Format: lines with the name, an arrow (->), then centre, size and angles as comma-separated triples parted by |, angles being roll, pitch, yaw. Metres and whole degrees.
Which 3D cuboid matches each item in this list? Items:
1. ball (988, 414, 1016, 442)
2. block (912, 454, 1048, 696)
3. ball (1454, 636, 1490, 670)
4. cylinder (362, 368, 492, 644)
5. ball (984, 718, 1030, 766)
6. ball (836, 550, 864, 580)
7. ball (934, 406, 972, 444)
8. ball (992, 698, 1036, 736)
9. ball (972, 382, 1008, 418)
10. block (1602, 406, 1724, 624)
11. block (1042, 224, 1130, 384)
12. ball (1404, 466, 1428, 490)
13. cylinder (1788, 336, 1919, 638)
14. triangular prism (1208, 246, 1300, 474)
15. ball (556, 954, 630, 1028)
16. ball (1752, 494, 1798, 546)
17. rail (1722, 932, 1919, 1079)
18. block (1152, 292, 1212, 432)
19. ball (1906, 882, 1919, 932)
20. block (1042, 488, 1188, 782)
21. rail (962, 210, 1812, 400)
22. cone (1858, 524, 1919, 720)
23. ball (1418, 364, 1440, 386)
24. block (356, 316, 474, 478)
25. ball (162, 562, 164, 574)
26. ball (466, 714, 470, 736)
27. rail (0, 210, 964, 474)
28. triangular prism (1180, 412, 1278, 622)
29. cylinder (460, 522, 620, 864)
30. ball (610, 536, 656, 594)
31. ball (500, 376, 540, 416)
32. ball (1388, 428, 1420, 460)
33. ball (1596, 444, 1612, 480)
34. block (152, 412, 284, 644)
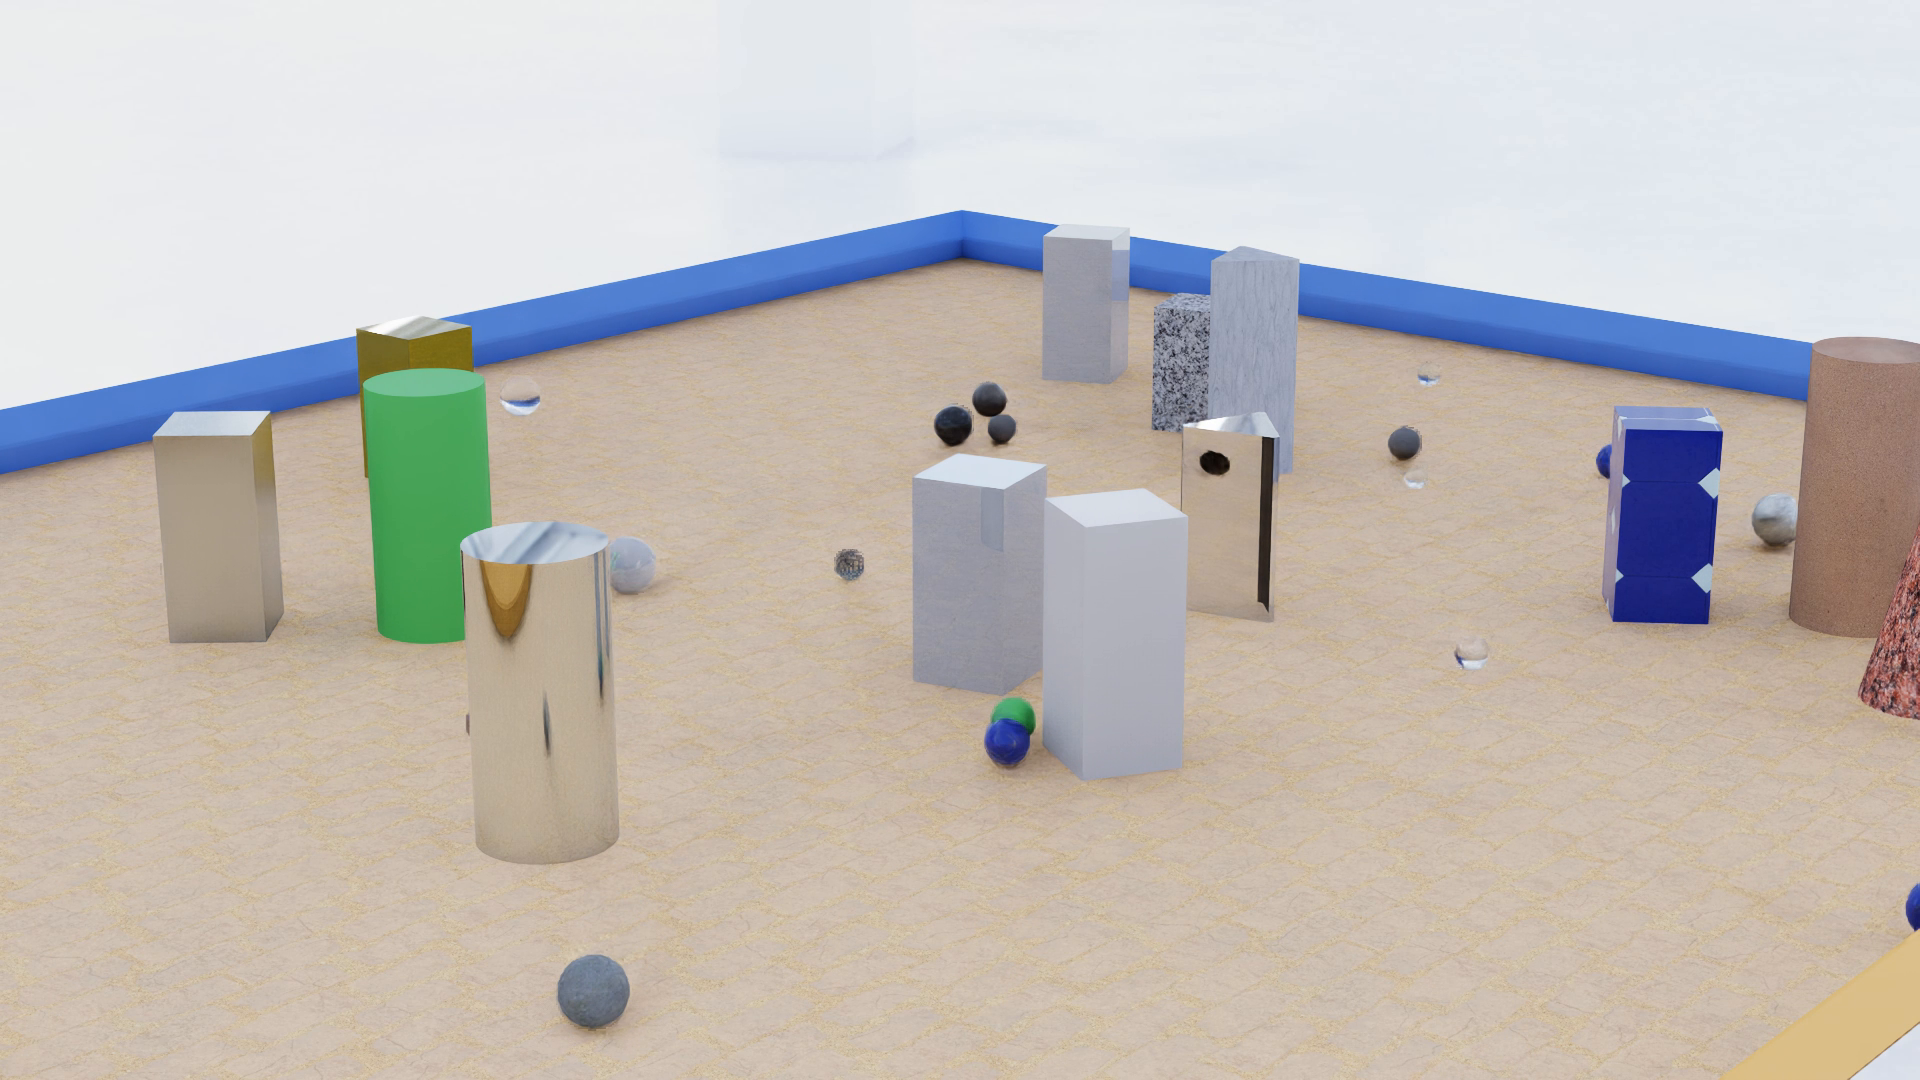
ball -> 0.088, -0.234, 6.128 | 0.060, 0.060, 0.060 | 0, 17, 0
block -> 0.032, 0.053, 4.689 | 0.160, 0.340, 0.160 | 8, 19, 25
ball -> 0.830, 0.183, 4.749 | 0.057, 0.057, 0.057 | 0, 17, 0
cylinder -> -0.887, -0.059, 4.917 | 0.200, 0.423, 0.200 | 0, 17, 0
ball -> 0.069, 0.299, 4.343 | 0.069, 0.069, 0.069 | 0, 17, 0
ball -> -0.196, 0.045, 5.215 | 0.053, 0.053, 0.053 | 0, 17, 0
ball -> -0.014, -0.241, 6.115 | 0.081, 0.081, 0.081 | 0, 17, 0
ball -> 0.082, 0.274, 4.431 | 0.067, 0.067, 0.067 | 0, 17, 0
ball -> 0.064, -0.302, 6.327 | 0.075, 0.075, 0.075 | 0, 17, 0
block -> 1.198, -0.044, 5.013 | 0.160, 0.339, 0.160 | 1, 17, 5
block -> 0.287, -0.538, 6.671 | 0.160, 0.330, 0.160 | 5, 18, 17
ball -> 0.900, -0.124, 5.786 | 0.046, 0.046, 0.046 | 0, 17, 0
cylinder -> 1.518, -0.090, 4.938 | 0.200, 0.472, 0.200 | 0, 17, 0
triangular prism -> 0.576, -0.363, 5.905 | 0.173, 0.436, 0.150 | -2, 17, -5
ball -> -0.439, 0.540, 3.511 | 0.087, 0.087, 0.087 | 0, 17, 0
ball -> 1.512, -0.038, 5.414 | 0.096, 0.096, 0.096 | 0, 17, 0
rail -> 1.474, 0.402, 3.894 | 0.045, 0.130, 4.565 | 14, 22, 39
block -> 0.513, -0.374, 6.236 | 0.160, 0.266, 0.160 | 7, 18, 22
ball -> 1.251, 0.472, 3.742 | 0.084, 0.084, 0.084 | 0, 17, 0
block -> 0.227, 0.138, 4.327 | 0.160, 0.387, 0.160 | -6, 18, -19
rail -> 1.481, -0.459, 6.753 | 3.952, 0.130, 0.045 | 14, 22, 39
cone -> 1.519, 0.049, 4.560 | 0.200, 0.423, 0.200 | 0, 17, 0
ball -> 1.057, -0.372, 6.604 | 0.051, 0.051, 0.051 | 0, 17, 0
block -> -1.079, -0.274, 5.838 | 0.160, 0.305, 0.160 | 14, 21, 38
ball -> -1.370, 0.046, 5.173 | 0.075, 0.075, 0.075 | 0, 17, 0
ball -> -0.702, 0.275, 4.402 | 0.081, 0.081, 0.081 | 0, 17, 0
rail -> -1.474, -0.337, 6.345 | 0.045, 0.130, 4.565 | 14, 22, 39
triangular prism -> 0.488, -0.046, 5.043 | 0.173, 0.326, 0.150 | 9, 19, 26
cylinder -> -0.574, 0.208, 4.022 | 0.200, 0.428, 0.200 | 0, 17, 0
ball -> -0.582, 0.043, 5.139 | 0.100, 0.100, 0.100 | 0, 17, 0
ball -> -0.950, -0.311, 6.339 | 0.087, 0.087, 0.087 | 0, 17, 0
ball -> 0.909, -0.198, 6.000 | 0.065, 0.065, 0.065 | 0, 17, 0
ball -> 1.307, -0.157, 5.845 | 0.075, 0.075, 0.075 | 0, 17, 0
block -> -1.239, -0.023, 4.912 | 0.160, 0.357, 0.160 | 0, 17, -2
